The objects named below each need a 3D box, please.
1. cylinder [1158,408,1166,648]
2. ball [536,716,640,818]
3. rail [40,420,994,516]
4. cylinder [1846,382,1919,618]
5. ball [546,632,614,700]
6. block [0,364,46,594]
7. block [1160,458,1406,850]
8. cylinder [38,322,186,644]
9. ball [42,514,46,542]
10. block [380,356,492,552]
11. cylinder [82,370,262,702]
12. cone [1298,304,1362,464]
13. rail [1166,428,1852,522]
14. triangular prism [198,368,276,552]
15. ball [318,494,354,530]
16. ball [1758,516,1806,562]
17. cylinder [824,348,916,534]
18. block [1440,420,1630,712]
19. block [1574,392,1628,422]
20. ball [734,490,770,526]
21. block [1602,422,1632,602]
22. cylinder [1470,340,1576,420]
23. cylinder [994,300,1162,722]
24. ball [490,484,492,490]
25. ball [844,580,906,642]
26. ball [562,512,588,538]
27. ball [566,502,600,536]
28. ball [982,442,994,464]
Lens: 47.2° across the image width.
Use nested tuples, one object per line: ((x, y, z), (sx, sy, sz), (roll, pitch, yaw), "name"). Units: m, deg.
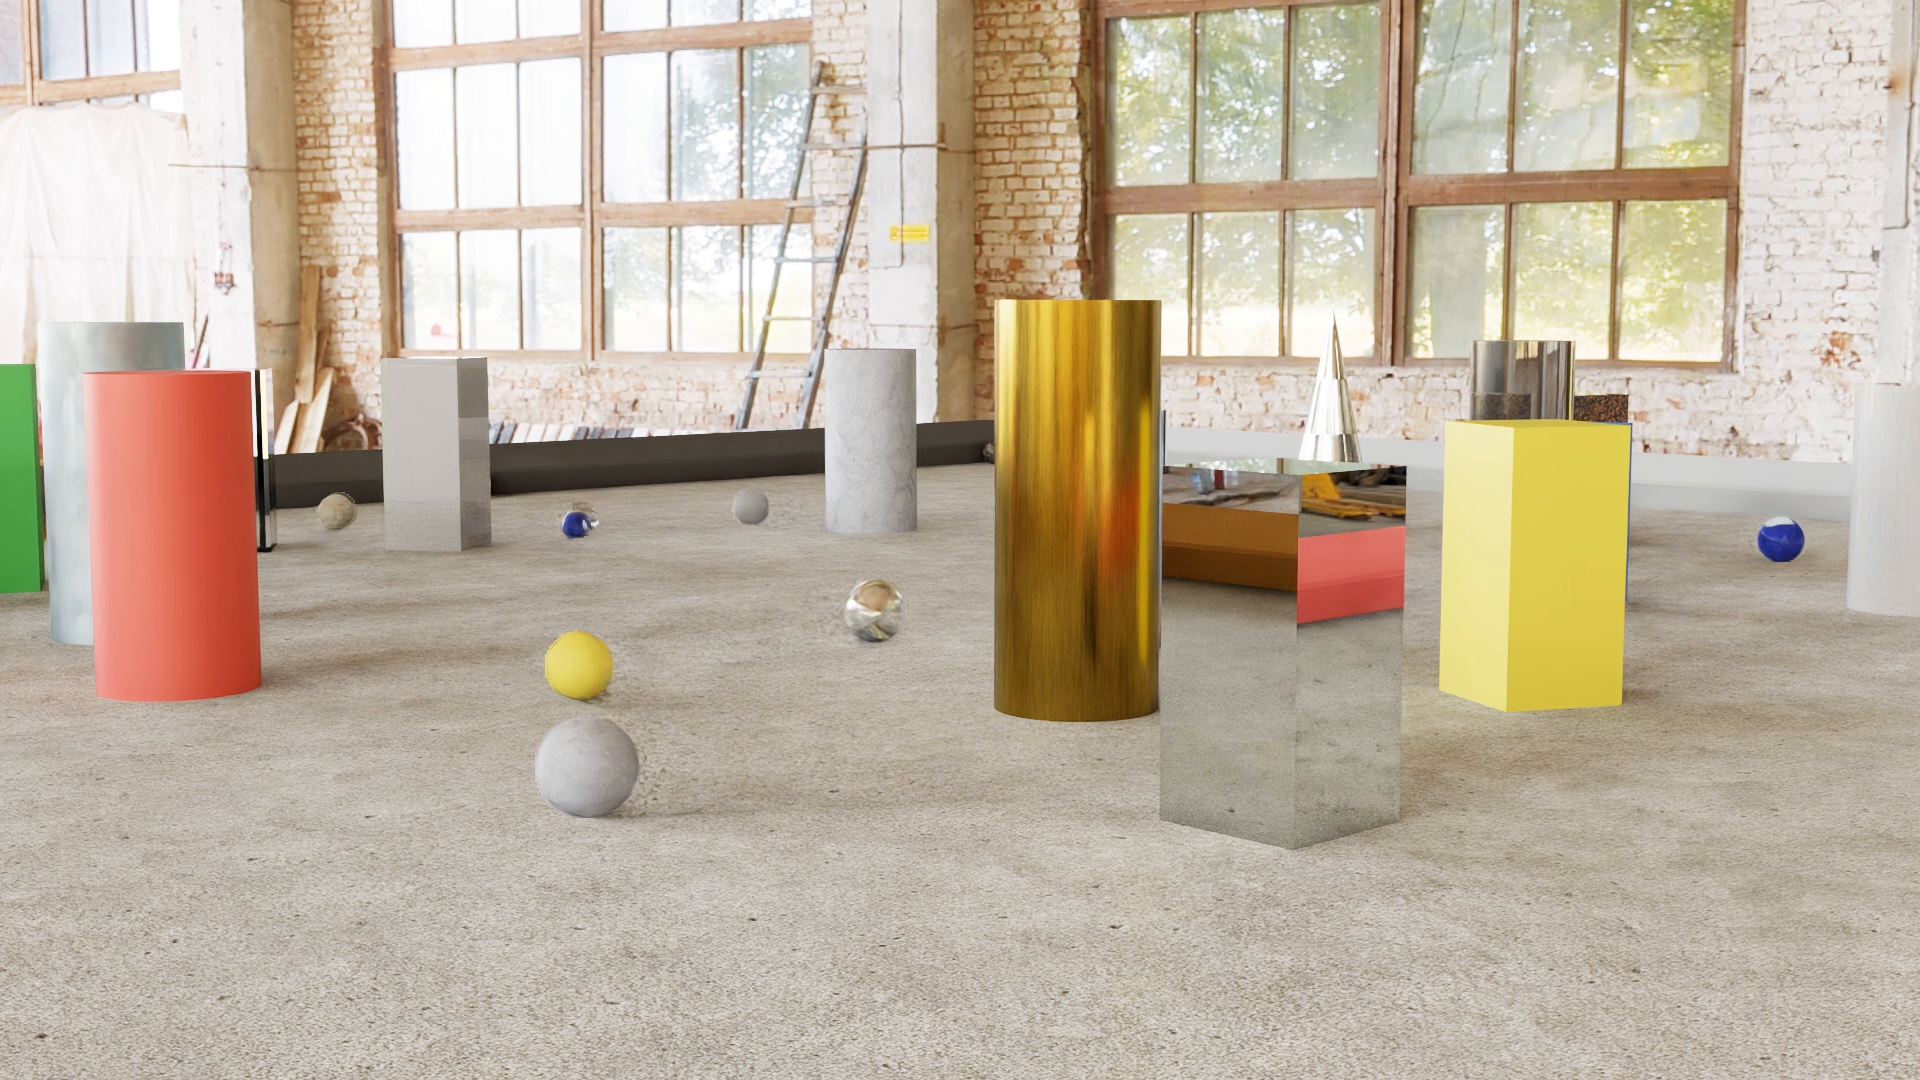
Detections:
((0.179, -0.017, 2.893), (0.183, 0.310, 0.183), (0, 6, 0), "cylinder")
((-0.325, 0.198, 1.918), (0.089, 0.089, 0.089), (0, 6, 0), "ball")
((-1.422, -0.132, 4.864), (4.335, 0.119, 0.045), (-6, 8, -42), "rail")
((1.404, -0.063, 3.223), (0.183, 0.330, 0.183), (0, 6, 0), "cylinder")
((-0.431, 0.143, 2.492), (0.076, 0.076, 0.076), (0, 6, 0), "ball")
((-1.529, -0.099, 3.459), (0.146, 0.352, 0.146), (-2, 6, -20), "block")
((0.277, 0.090, 1.890), (0.146, 0.309, 0.146), (-6, 8, -43), "block")
((-1.135, -0.081, 2.964), (0.183, 0.422, 0.183), (0, 6, 0), "cylinder")
((-1.685, -0.020, 3.947), (0.092, 0.092, 0.092), (0, 6, 0), "ball")
((-0.967, -0.162, 4.064), (0.146, 0.349, 0.146), (1, 6, 10), "block")
((-0.913, -0.010, 2.552), (0.183, 0.368, 0.183), (0, 6, 0), "cylinder")
((0.704, -0.223, 4.174), (0.183, 0.448, 0.183), (0, 6, 0), "cone")
((1.576, -0.123, 4.778), (0.045, 0.119, 4.240), (-6, 8, -42), "rail")
((-1.307, -0.151, 4.052), (0.158, 0.330, 0.137), (2, 6, 17), "triangular prism")
((-1.247, -0.057, 4.398), (0.070, 0.070, 0.070), (0, 6, 0), "ball")
((1.430, -0.001, 3.830), (0.080, 0.080, 0.080), (0, 6, 0), "ball")
((-0.178, -0.200, 4.380), (0.183, 0.359, 0.183), (0, 6, 0), "cylinder")
((0.649, 0.024, 2.492), (0.146, 0.313, 0.146), (-2, 6, -17), "block")
((1.156, -0.138, 4.169), (0.146, 0.279, 0.146), (-3, 7, -23), "block")
((-0.425, -0.066, 4.473), (0.073, 0.073, 0.073), (0, 6, 0), "ball")
((0.911, -0.039, 3.289), (0.146, 0.269, 0.146), (3, 7, 29), "block")
((1.010, -0.168, 3.964), (0.183, 0.382, 0.183), (0, 6, 0), "cylinder")
((0.129, -0.038, 2.426), (0.183, 0.450, 0.183), (0, 6, 0), "cylinder")
((-1.114, -0.123, 5.107), (0.051, 0.051, 0.051), (0, 6, 0), "ball")
((-0.113, 0.094, 2.915), (0.083, 0.083, 0.083), (0, 6, 0), "ball")
((-0.738, -0.028, 4.214), (0.051, 0.051, 0.051), (0, 6, 0), "ball")
((-0.734, -0.041, 4.273), (0.065, 0.065, 0.065), (0, 6, 0), "ball")
((0.097, -0.246, 6.200), (0.065, 0.065, 0.065), (0, 6, 0), "ball")
